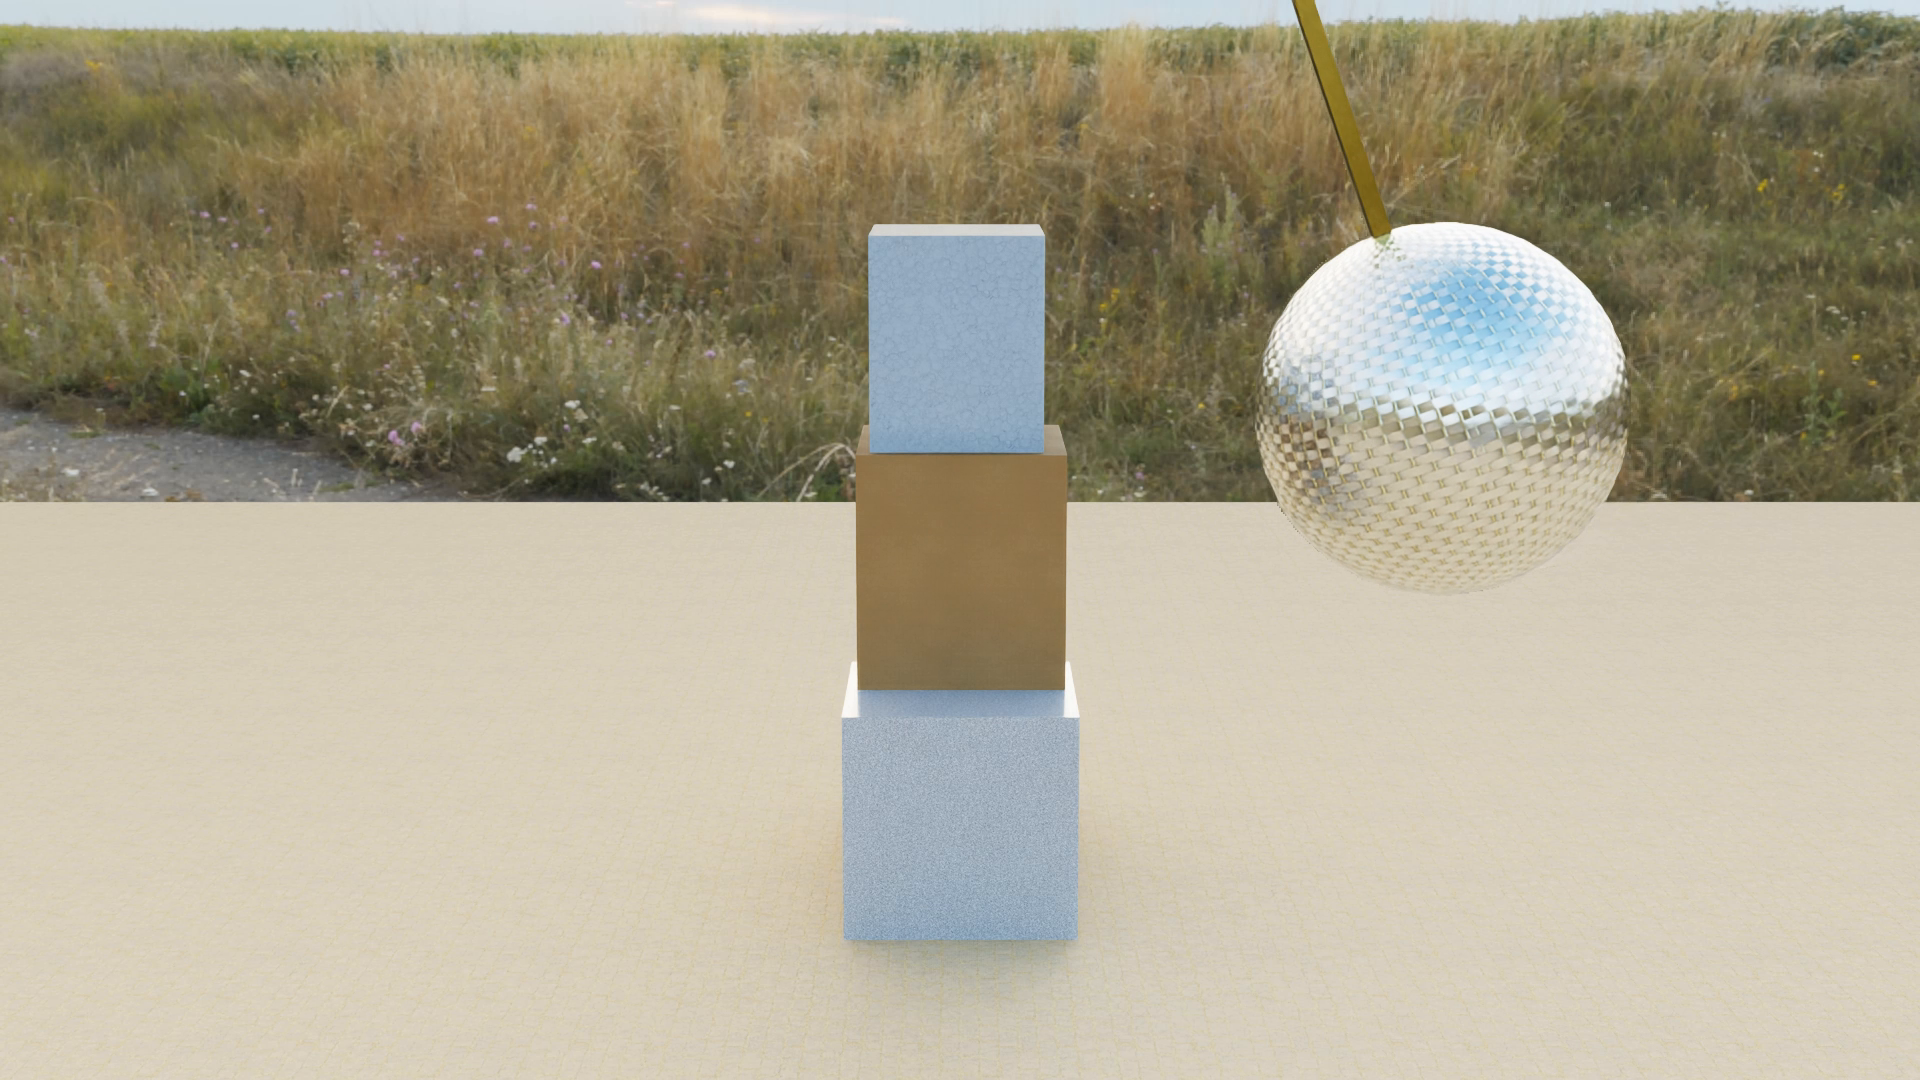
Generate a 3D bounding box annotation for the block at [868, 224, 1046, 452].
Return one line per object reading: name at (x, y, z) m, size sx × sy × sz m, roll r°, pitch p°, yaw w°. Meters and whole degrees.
block at (-0.014, -0.879, 11.021) m, size 0.728 × 0.902 × 0.779 m, roll 0°, pitch 10°, yaw 0°

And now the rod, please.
rod at (0.899, -3.706, 10.507) m, size 0.080 × 5.200 × 0.080 m, roll -20°, pitch 10°, yaw 4°

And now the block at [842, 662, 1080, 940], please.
block at (0.003, 1.090, 10.940) m, size 0.962 × 0.941 × 0.989 m, roll 0°, pitch 10°, yaw 0°

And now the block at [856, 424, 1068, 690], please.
block at (0.005, 0.058, 11.191) m, size 0.879 × 1.001 × 0.931 m, roll 0°, pitch 10°, yaw 0°

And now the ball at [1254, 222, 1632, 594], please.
ball at (2.074, -0.567, 11.077) m, size 1.600 × 1.600 × 1.600 m, roll 0°, pitch 10°, yaw 0°
